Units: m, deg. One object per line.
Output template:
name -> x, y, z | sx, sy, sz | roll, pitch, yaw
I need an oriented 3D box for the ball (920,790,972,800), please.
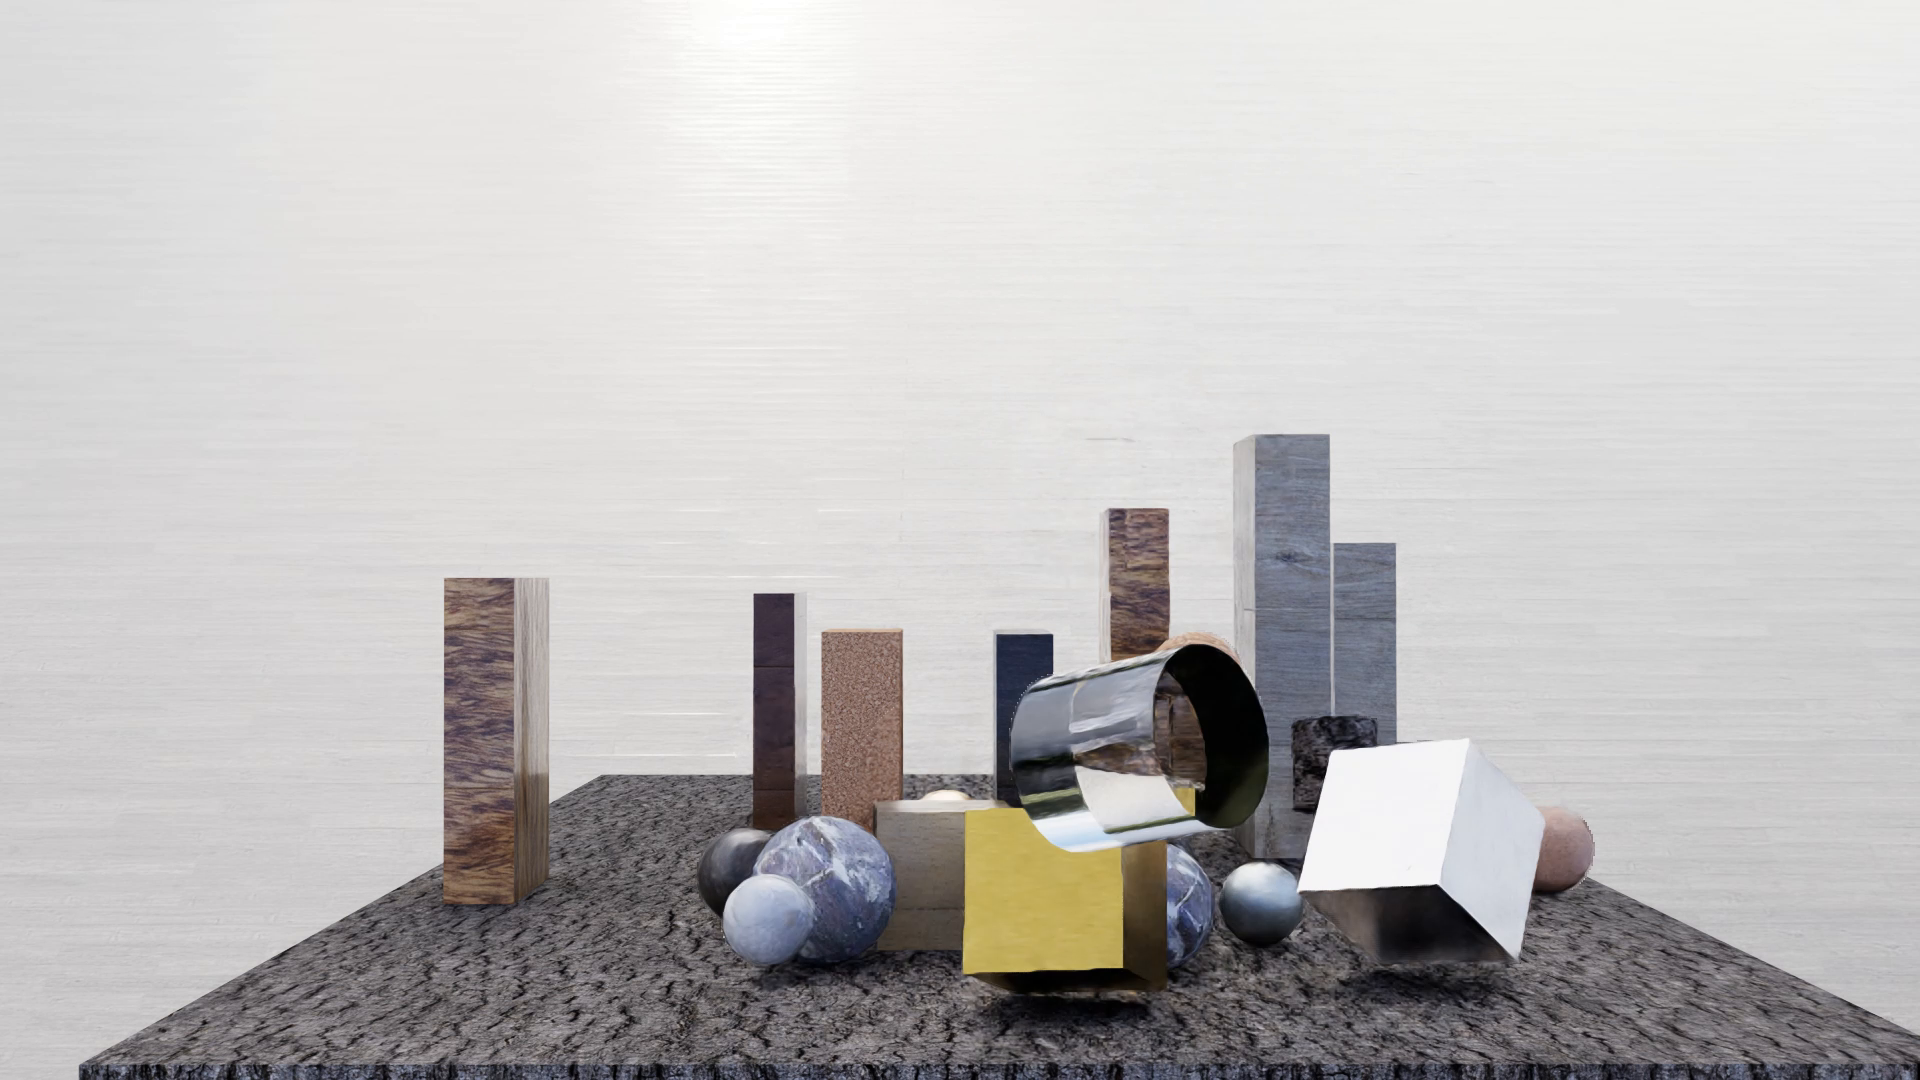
ball -> -0.022, 0.465, 4.147 | 0.131, 0.131, 0.131 | 0, 32, 0

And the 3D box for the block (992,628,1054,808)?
block -> 0.095, 0.355, 4.002 | 0.083, 0.429, 0.410 | 0, -1, 0

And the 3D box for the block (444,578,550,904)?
block -> -0.755, 0.318, 4.243 | 0.110, 0.512, 0.351 | 0, -1, 0

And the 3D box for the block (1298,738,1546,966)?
block -> 0.592, 0.402, 3.312 | 0.205, 0.205, 0.205 | -10, 50, 40

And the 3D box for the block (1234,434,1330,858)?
block -> 0.606, 0.196, 4.903 | 0.138, 0.773, 0.366 | 0, -1, 0

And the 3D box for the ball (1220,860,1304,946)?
ball -> 0.419, 0.506, 3.609 | 0.117, 0.117, 0.117 | 0, 32, 0

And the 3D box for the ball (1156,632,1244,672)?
ball -> 0.370, 0.226, 4.092 | 0.159, 0.159, 0.159 | 0, 32, 0

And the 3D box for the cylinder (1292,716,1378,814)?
cylinder -> 0.535, 0.323, 3.697 | 0.121, 0.121, 0.121 | 0, 75, 0

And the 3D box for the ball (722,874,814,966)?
ball -> -0.244, 0.482, 3.293 | 0.115, 0.115, 0.115 | 0, 32, 0

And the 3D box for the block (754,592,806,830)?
block -> -0.379, 0.351, 5.487 | 0.084, 0.479, 0.433 | 0, -1, 0

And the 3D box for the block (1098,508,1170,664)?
block -> 0.335, 0.263, 5.015 | 0.111, 0.641, 0.397 | 0, -1, 0

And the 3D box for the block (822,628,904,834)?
block -> -0.144, 0.352, 3.879 | 0.113, 0.433, 0.257 | 0, -1, 0

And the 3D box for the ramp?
ramp -> 0.072, 0.630, 4.727 | 2.000, 0.100, 4.000 | 0, -1, 0

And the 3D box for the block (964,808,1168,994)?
block -> 0.128, 0.431, 3.096 | 0.192, 0.192, 0.192 | -5, 72, 19

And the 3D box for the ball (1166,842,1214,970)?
ball -> 0.245, 0.476, 3.366 | 0.171, 0.171, 0.171 | 0, 32, 0

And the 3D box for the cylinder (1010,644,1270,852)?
cylinder -> 0.192, 0.224, 2.767 | 0.196, 0.196, 0.196 | -16, 17, 41

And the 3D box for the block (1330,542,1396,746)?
block -> 0.912, 0.303, 6.037 | 0.141, 0.589, 0.411 | 0, -1, 0

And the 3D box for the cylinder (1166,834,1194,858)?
cylinder -> 0.237, 0.477, 3.541 | 0.164, 0.164, 0.164 | 0, -4, 0

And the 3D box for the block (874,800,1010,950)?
block -> -0.024, 0.470, 3.659 | 0.189, 0.189, 0.189 | 0, -1, -4

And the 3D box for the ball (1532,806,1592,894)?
ball -> 0.953, 0.501, 4.206 | 0.142, 0.142, 0.142 | 0, 32, 0

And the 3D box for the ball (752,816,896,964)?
ball -> -0.181, 0.465, 3.444 | 0.195, 0.195, 0.195 | 0, 32, 0

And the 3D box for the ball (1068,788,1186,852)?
ball -> 0.221, 0.461, 3.730 | 0.209, 0.209, 0.209 | 0, 32, 0

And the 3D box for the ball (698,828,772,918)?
ball -> -0.315, 0.496, 3.822 | 0.142, 0.142, 0.142 | 0, 32, 0
